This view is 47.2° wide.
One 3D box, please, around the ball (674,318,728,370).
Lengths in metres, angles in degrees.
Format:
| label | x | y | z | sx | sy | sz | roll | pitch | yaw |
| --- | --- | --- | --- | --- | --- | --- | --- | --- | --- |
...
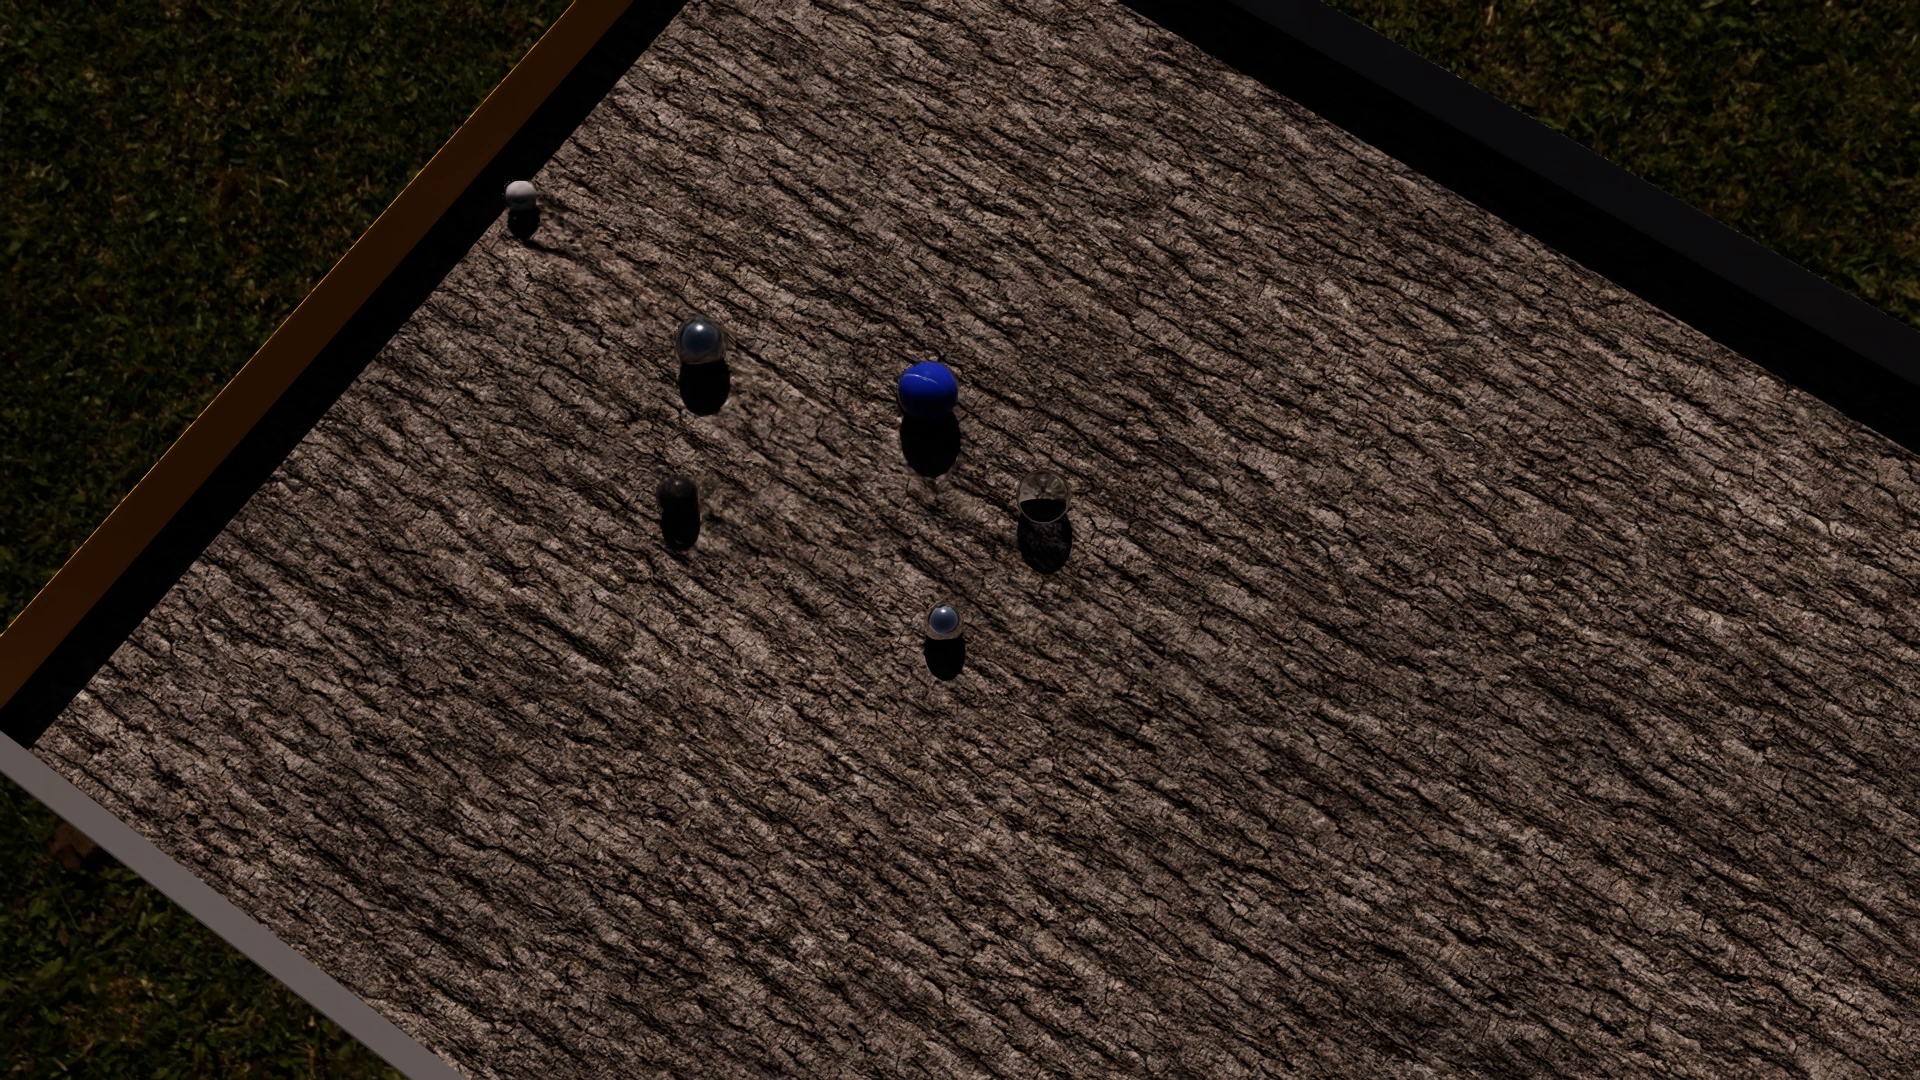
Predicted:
| label | x | y | z | sx | sy | sz | roll | pitch | yaw |
| --- | --- | --- | --- | --- | --- | --- | --- | --- | --- |
| ball | -0.425 | -0.322 | 3.608 | 0.085 | 0.085 | 0.085 | 0 | 68 | 0 |

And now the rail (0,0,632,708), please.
| label | x | y | z | sx | sy | sz | roll | pitch | yaw |
| --- | --- | --- | --- | --- | --- | --- | --- | --- | --- |
| rail | -0.874 | -0.570 | 3.684 | 0.045 | 0.127 | 2.279 | 33 | 72 | 12 |

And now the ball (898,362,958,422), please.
| label | x | y | z | sx | sy | sz | roll | pitch | yaw |
| --- | --- | --- | --- | --- | --- | --- | --- | --- | --- |
| ball | -0.051 | -0.239 | 3.568 | 0.098 | 0.098 | 0.098 | 0 | 68 | 0 |

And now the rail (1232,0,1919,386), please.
| label | x | y | z | sx | sy | sz | roll | pitch | yaw |
| --- | --- | --- | --- | --- | --- | --- | --- | --- | --- |
| rail | 1.528 | -0.289 | 3.571 | 4.344 | 0.127 | 0.045 | 33 | 72 | 12 |

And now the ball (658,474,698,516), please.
| label | x | y | z | sx | sy | sz | roll | pitch | yaw |
| --- | --- | --- | --- | --- | --- | --- | --- | --- | --- |
| ball | -0.451 | -0.072 | 3.518 | 0.065 | 0.065 | 0.065 | 0 | 68 | 0 |

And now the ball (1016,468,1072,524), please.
| label | x | y | z | sx | sy | sz | roll | pitch | yaw |
| --- | --- | --- | --- | --- | --- | --- | --- | --- | --- |
| ball | 0.133 | -0.070 | 3.505 | 0.088 | 0.088 | 0.088 | 0 | 68 | 0 |

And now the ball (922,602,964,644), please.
| label | x | y | z | sx | sy | sz | roll | pitch | yaw |
| --- | --- | --- | --- | --- | --- | --- | --- | --- | --- |
| ball | -0.026 | 0.129 | 3.437 | 0.065 | 0.065 | 0.065 | 0 | 68 | 0 |

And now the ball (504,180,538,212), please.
| label | x | y | z | sx | sy | sz | roll | pitch | yaw |
| --- | --- | --- | --- | --- | --- | --- | --- | --- | --- |
| ball | -0.745 | -0.584 | 3.731 | 0.054 | 0.054 | 0.054 | 0 | 68 | 0 |

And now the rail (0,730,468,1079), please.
| label | x | y | z | sx | sy | sz | roll | pitch | yaw |
| --- | --- | --- | --- | --- | --- | --- | --- | --- | --- |
| rail | 0.259 | 1.414 | 2.885 | 4.344 | 0.127 | 0.045 | 33 | 72 | 12 |
